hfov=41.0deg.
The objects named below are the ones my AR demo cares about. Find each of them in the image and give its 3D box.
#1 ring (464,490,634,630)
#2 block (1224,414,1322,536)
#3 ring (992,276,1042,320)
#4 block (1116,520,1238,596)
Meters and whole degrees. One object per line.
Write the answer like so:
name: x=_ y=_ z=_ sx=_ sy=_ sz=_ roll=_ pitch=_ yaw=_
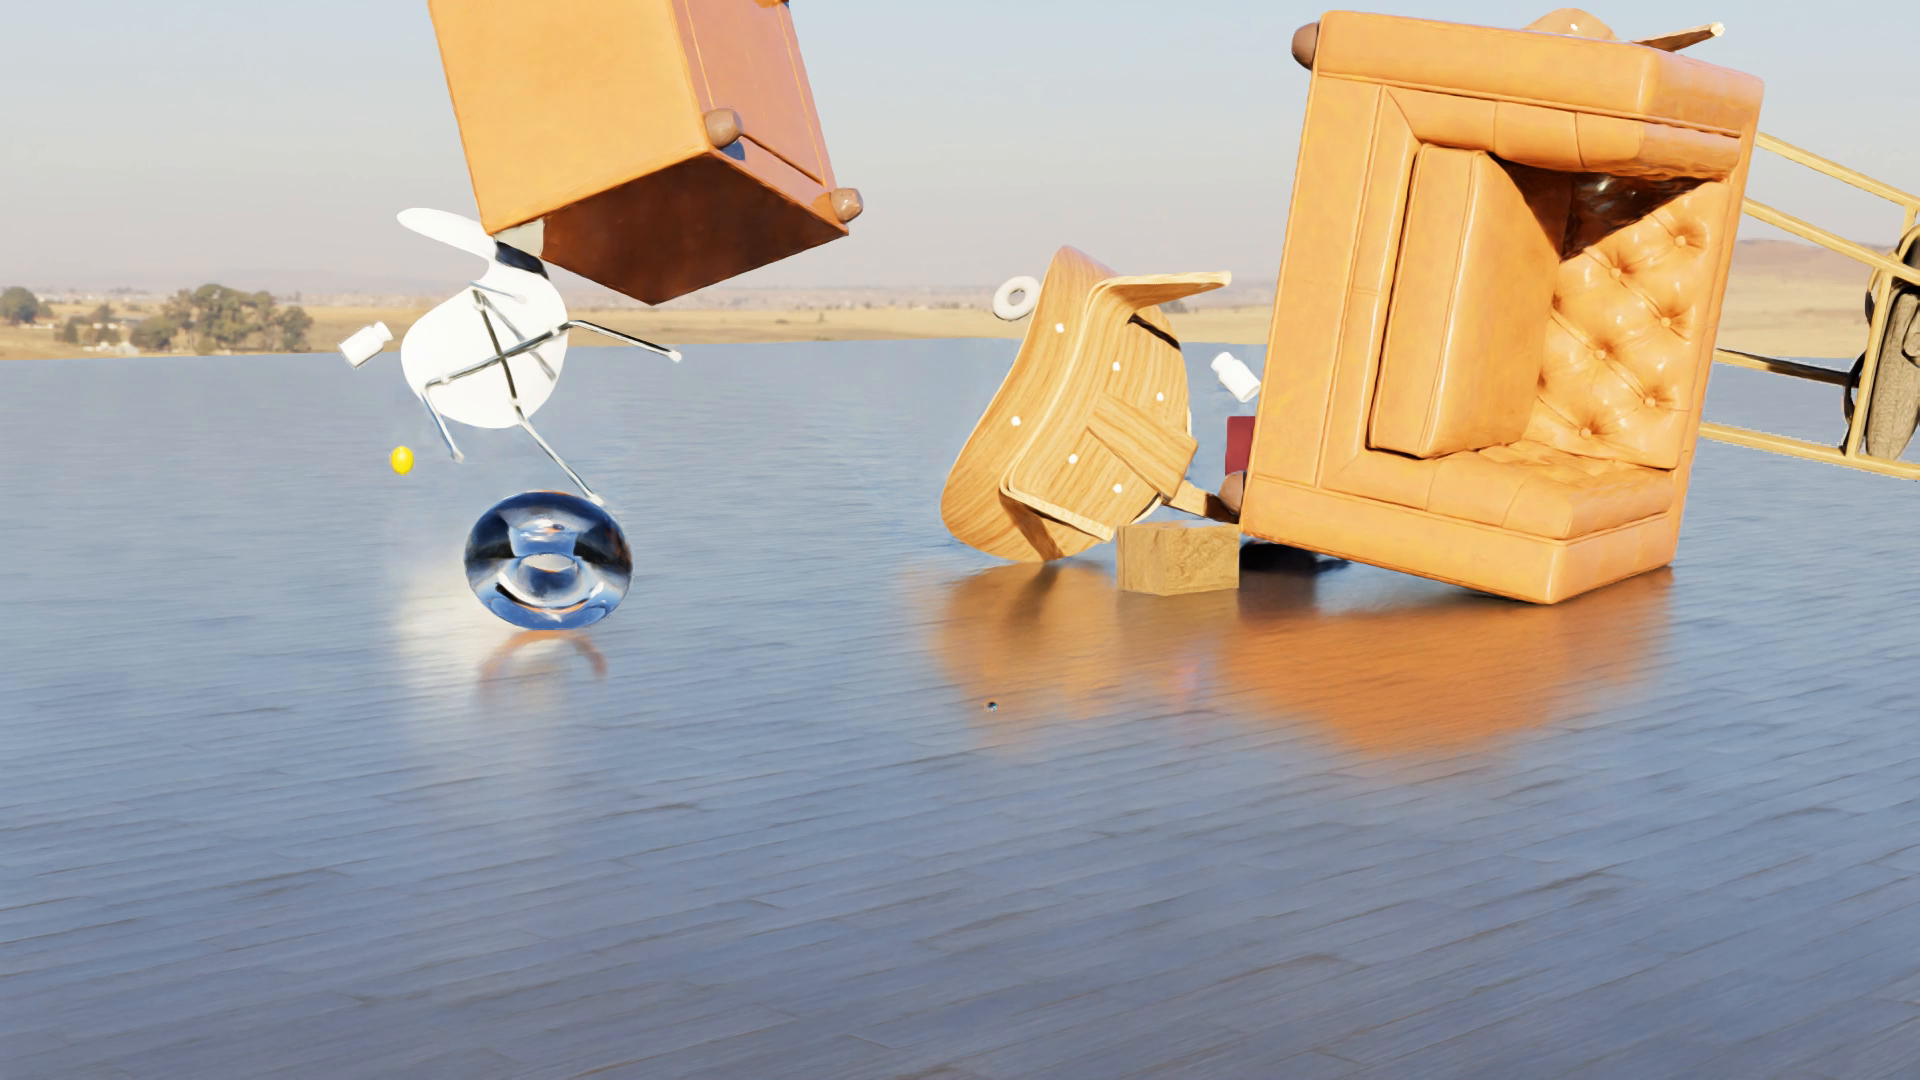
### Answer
ring: x=-0.763 y=0.040 z=4.762 sx=0.314 sy=0.280 sz=0.145 roll=12 pitch=35 yaw=-17
block: x=0.774 y=-0.158 z=6.339 sx=0.176 sy=0.276 sz=0.199 roll=0 pitch=-5 yaw=26
ring: x=0.176 y=-0.751 z=7.962 sx=0.170 sy=0.126 sz=0.059 roll=-37 pitch=-13 yaw=5
block: x=0.459 y=0.035 z=5.408 sx=0.218 sy=0.135 sz=0.143 roll=-5 pitch=7 yaw=-40
